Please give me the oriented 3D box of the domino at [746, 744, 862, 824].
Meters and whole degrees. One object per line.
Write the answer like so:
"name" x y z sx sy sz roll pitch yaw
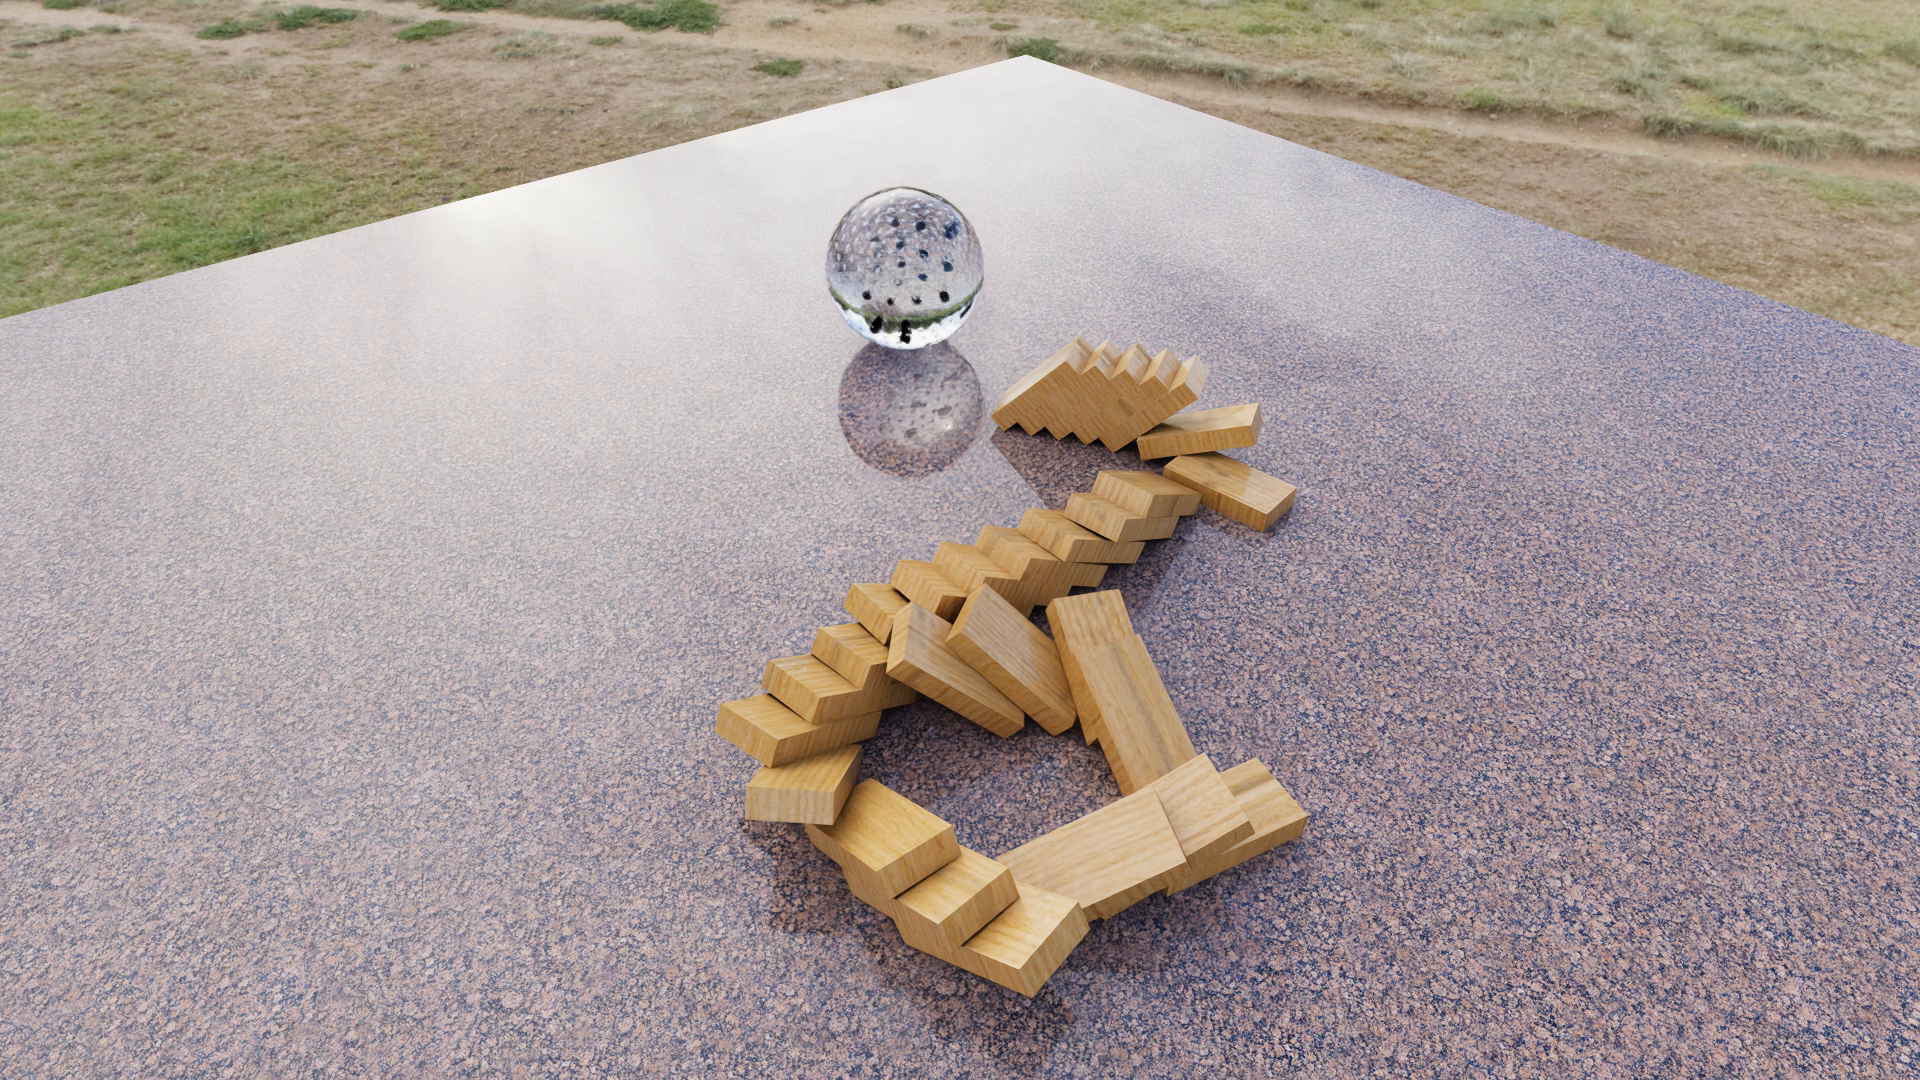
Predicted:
"domino" -0.046 0.073 0.333 0.025 0.010 0.050 3 5 4

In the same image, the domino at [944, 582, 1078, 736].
"domino" 0.020 0.040 0.371 0.050 0.009 0.025 41 42 -11

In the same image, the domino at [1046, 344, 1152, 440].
"domino" 0.062 -0.067 0.499 0.009 0.050 0.025 45 41 -14

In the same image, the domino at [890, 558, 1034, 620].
"domino" 0.002 0.019 0.399 0.050 0.010 0.025 8 23 -47

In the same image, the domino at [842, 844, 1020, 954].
"domino" -0.009 0.096 0.308 0.025 0.010 0.050 -30 19 -31

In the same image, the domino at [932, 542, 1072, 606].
"domino" 0.016 0.013 0.406 0.050 0.010 0.025 8 23 -47

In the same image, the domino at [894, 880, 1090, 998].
"domino" 0.008 0.104 0.299 0.050 0.010 0.025 0 29 48

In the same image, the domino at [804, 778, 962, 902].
"domino" -0.024 0.086 0.321 0.025 0.009 0.050 -25 17 -27

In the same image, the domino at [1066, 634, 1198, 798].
"domino" 0.056 0.058 0.356 0.025 0.009 0.050 -14 66 -21

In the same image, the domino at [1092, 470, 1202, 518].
"domino" 0.077 -0.019 0.448 0.025 0.010 0.050 28 17 30

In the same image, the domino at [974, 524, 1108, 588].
"domino" 0.031 0.006 0.416 0.050 0.009 0.025 7 24 -49

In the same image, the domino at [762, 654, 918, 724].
"domino" -0.039 0.047 0.367 0.025 0.009 0.050 29 18 33

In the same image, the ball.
"ball" -0.028 -0.136 0.554 0.080 0.080 0.080 0 39 0

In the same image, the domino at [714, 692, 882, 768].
"domino" -0.051 0.058 0.353 0.025 0.010 0.050 24 15 31

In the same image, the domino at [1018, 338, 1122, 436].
"domino" 0.050 -0.069 0.501 0.010 0.050 0.025 45 41 -14

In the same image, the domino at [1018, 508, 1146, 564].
"domino" 0.048 -0.001 0.426 0.025 0.009 0.050 35 20 35

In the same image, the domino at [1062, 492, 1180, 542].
"domino" 0.065 -0.009 0.437 0.025 0.010 0.050 28 18 30

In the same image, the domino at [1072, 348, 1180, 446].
"domino" 0.075 -0.064 0.495 0.009 0.050 0.025 45 42 -13

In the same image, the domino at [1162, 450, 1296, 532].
"domino" 0.115 -0.023 0.472 0.050 0.010 0.025 30 48 31

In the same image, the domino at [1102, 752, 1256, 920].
"domino" 0.057 0.086 0.321 0.050 0.009 0.025 -31 46 2

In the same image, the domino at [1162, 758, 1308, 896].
"domino" 0.078 0.087 0.337 0.050 0.009 0.025 -17 42 -20

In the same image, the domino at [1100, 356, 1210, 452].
"domino" 0.086 -0.060 0.491 0.009 0.050 0.025 45 42 -13

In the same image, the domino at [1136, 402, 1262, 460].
"domino" 0.106 -0.048 0.486 0.050 0.010 0.025 -6 26 26

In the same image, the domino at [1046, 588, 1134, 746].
"domino" 0.049 0.043 0.374 0.025 0.010 0.050 -7 64 -18

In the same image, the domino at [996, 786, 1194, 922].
"domino" 0.038 0.093 0.313 0.050 0.010 0.025 -27 46 6

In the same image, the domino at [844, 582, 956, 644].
"domino" -0.014 0.026 0.392 0.050 0.009 0.025 4 26 -46

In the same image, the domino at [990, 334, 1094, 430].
"domino" 0.038 -0.072 0.505 0.009 0.050 0.025 45 41 -14

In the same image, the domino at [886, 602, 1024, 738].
"domino" 0.000 0.043 0.365 0.050 0.010 0.025 32 39 -24

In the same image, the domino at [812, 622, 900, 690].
"domino" -0.024 0.038 0.379 0.025 0.009 0.050 31 19 32
